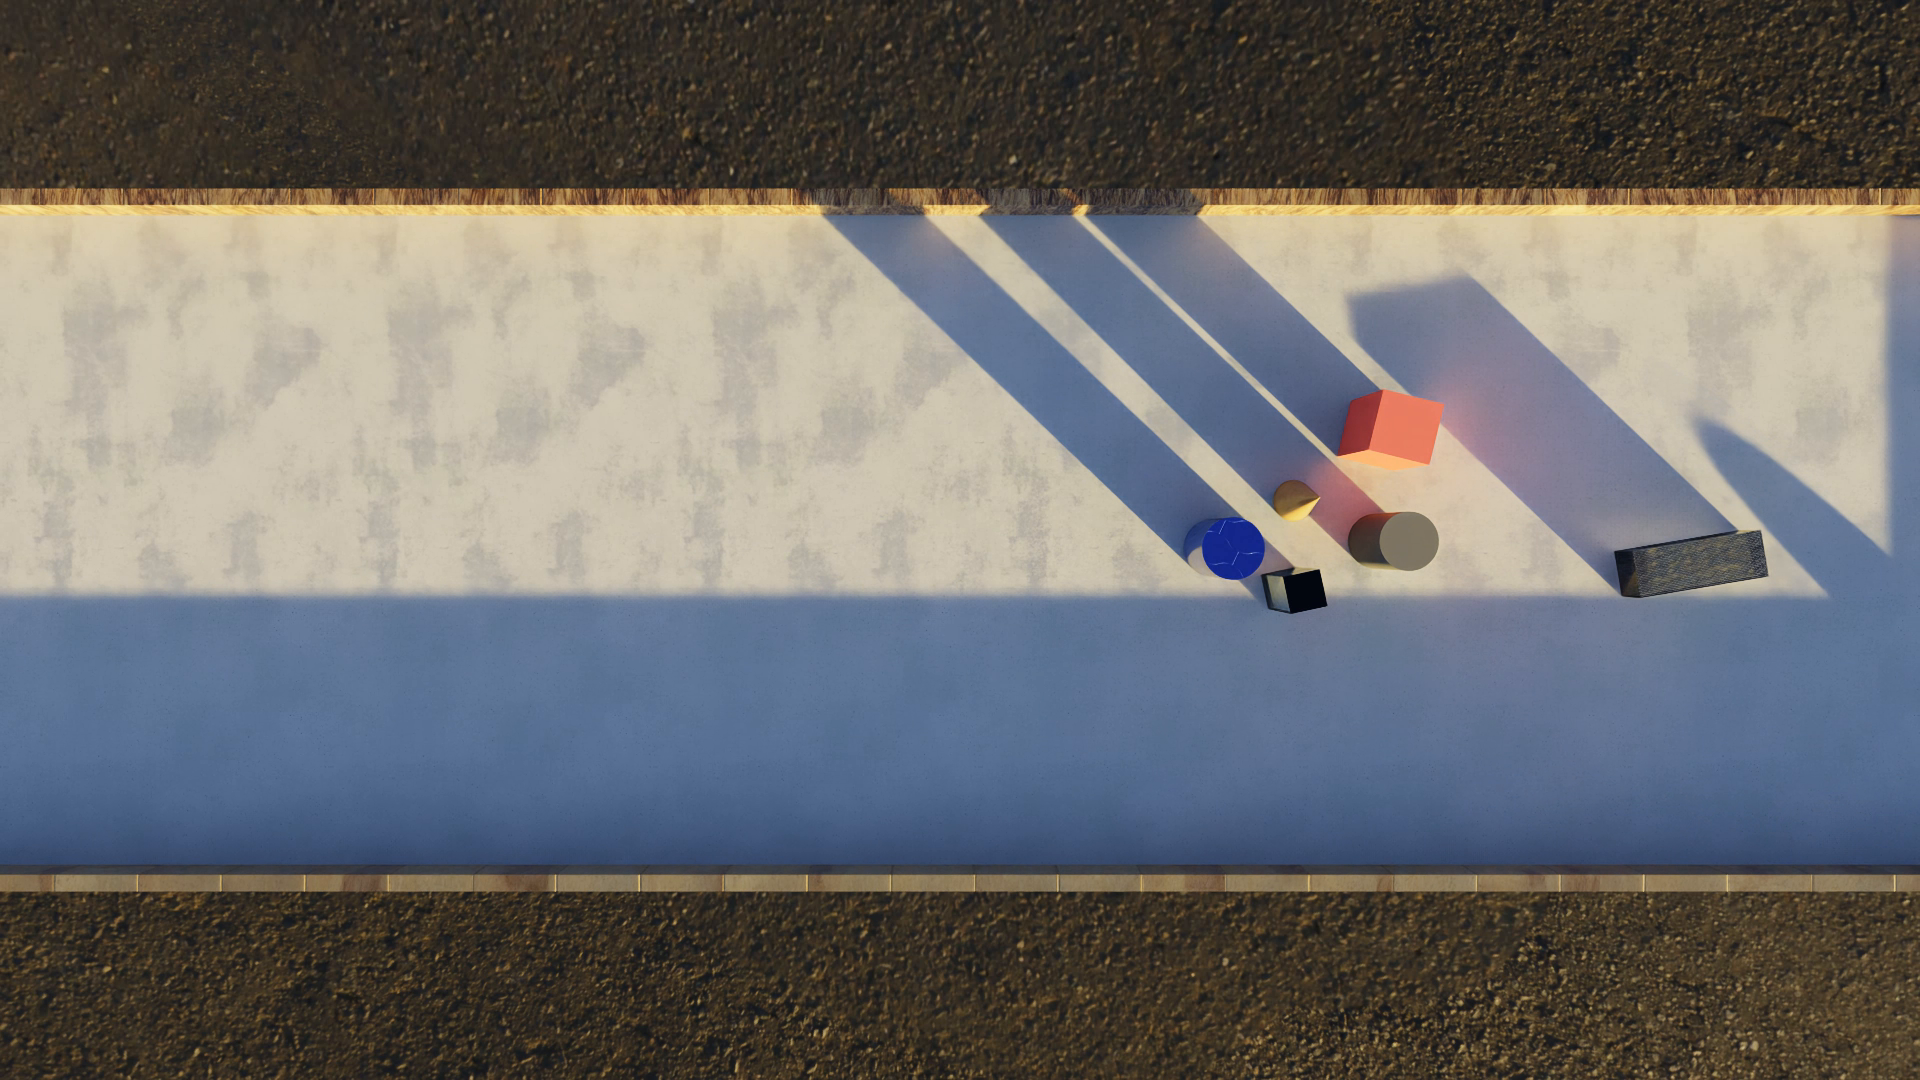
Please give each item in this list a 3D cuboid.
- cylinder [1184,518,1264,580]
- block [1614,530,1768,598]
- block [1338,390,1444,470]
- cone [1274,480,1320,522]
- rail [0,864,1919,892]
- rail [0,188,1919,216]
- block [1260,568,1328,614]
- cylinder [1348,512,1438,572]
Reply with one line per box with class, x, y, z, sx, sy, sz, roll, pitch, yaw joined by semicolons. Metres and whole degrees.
cylinder;0.778;0.024;4.883;0.179;0.387;0.179;0;90;0
block;2.217;0.072;5.006;0.389;0.142;0.142;-10;90;0
block;1.268;-0.321;4.880;0.178;0.393;0.178;14;90;0
cone;1.027;-0.121;4.888;0.127;0.376;0.127;0;90;0
rail;-2.247;1.025;5.001;12.000;0.150;0.050;0;90;0
rail;-2.247;-1.025;5.002;12.000;0.150;0.050;0;90;0
block;0.990;0.148;4.904;0.109;0.345;0.109;-12;90;0
cylinder;1.279;0.004;4.886;0.170;0.381;0.170;0;90;0
